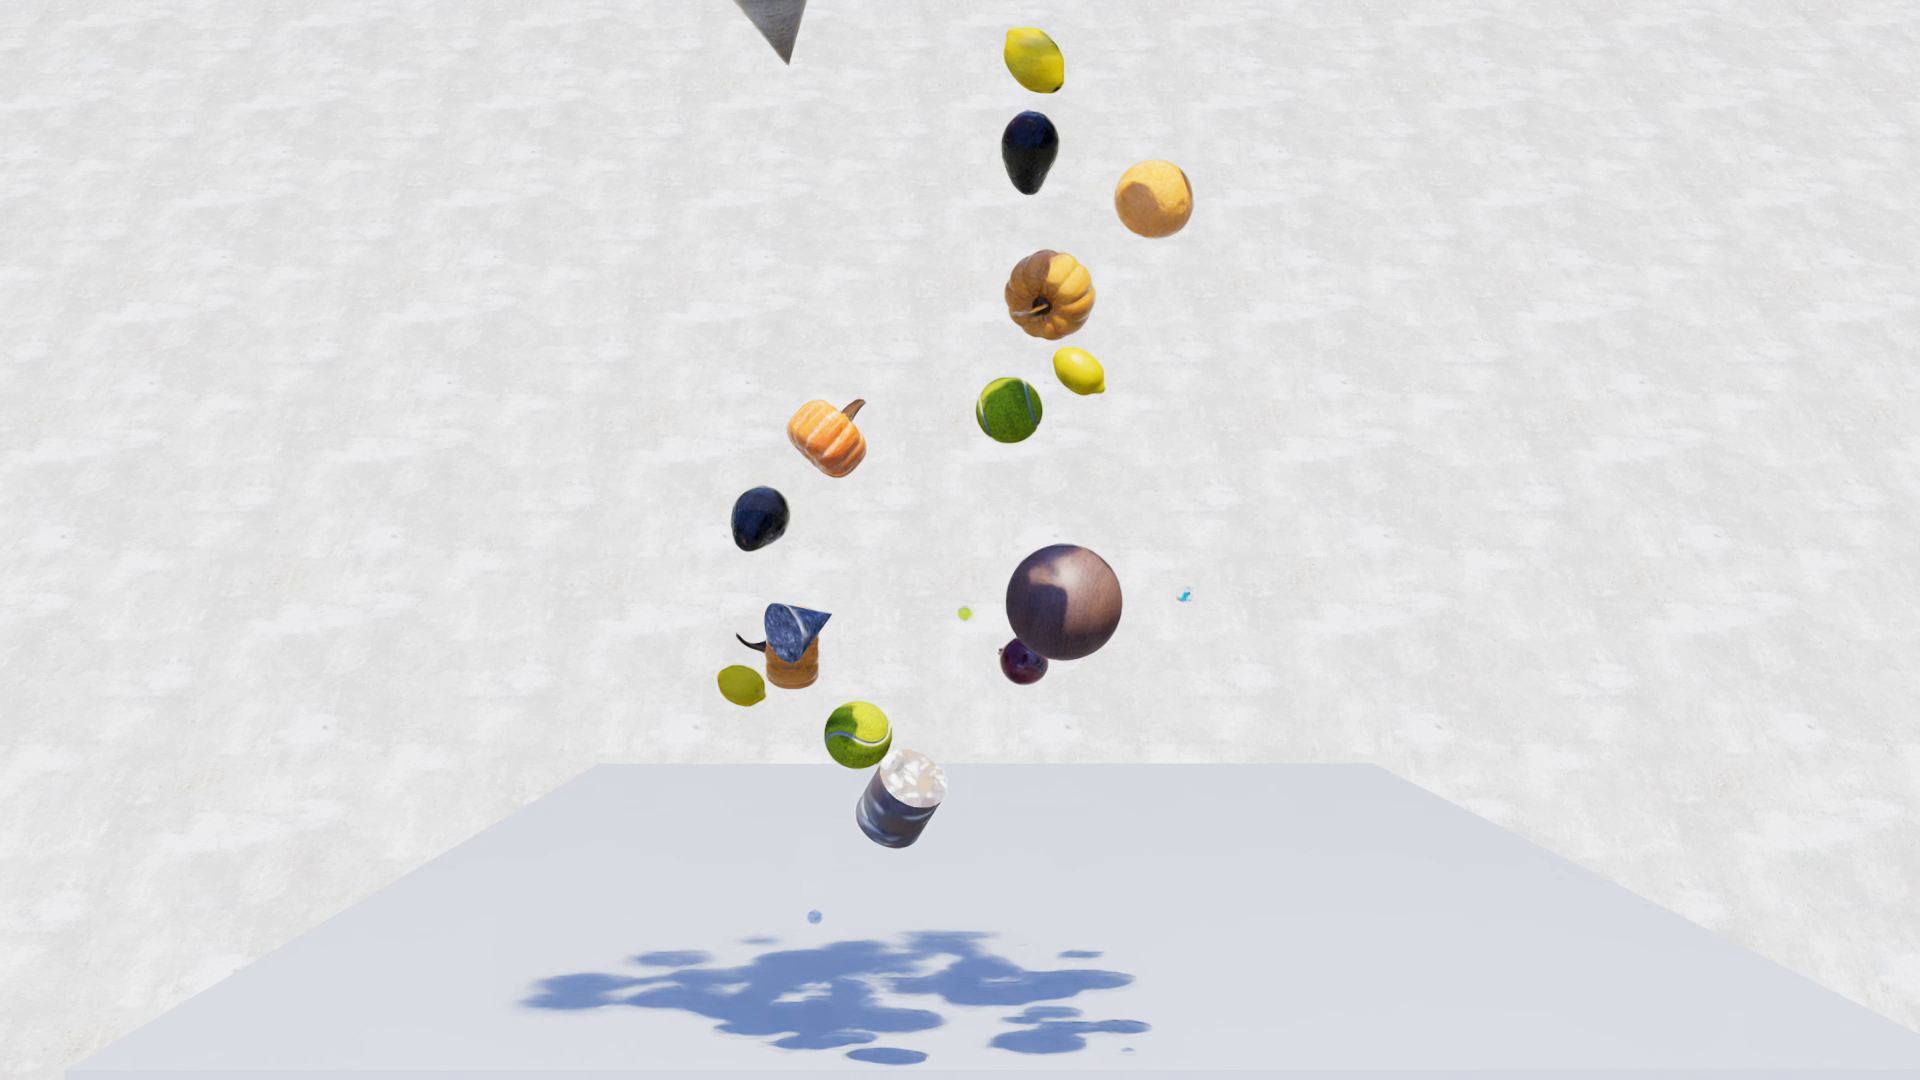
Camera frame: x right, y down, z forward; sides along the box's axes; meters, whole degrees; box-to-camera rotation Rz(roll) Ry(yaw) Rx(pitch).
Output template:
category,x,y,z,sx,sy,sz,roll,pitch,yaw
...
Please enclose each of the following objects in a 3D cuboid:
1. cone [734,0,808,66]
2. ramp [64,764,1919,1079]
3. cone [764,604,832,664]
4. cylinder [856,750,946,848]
category,x,y,z,sx,sy,sz,roll,pitch,yaw
cone,-0.158,-0.454,2.239,0.096,0.096,0.096,-8,30,5
ramp,0.069,0.614,4.688,2.000,0.100,4.000,0,0,0
cone,-0.148,0.081,2.521,0.061,0.061,0.061,-22,37,-35
cylinder,-0.059,0.256,2.562,0.070,0.070,0.070,16,44,-16
